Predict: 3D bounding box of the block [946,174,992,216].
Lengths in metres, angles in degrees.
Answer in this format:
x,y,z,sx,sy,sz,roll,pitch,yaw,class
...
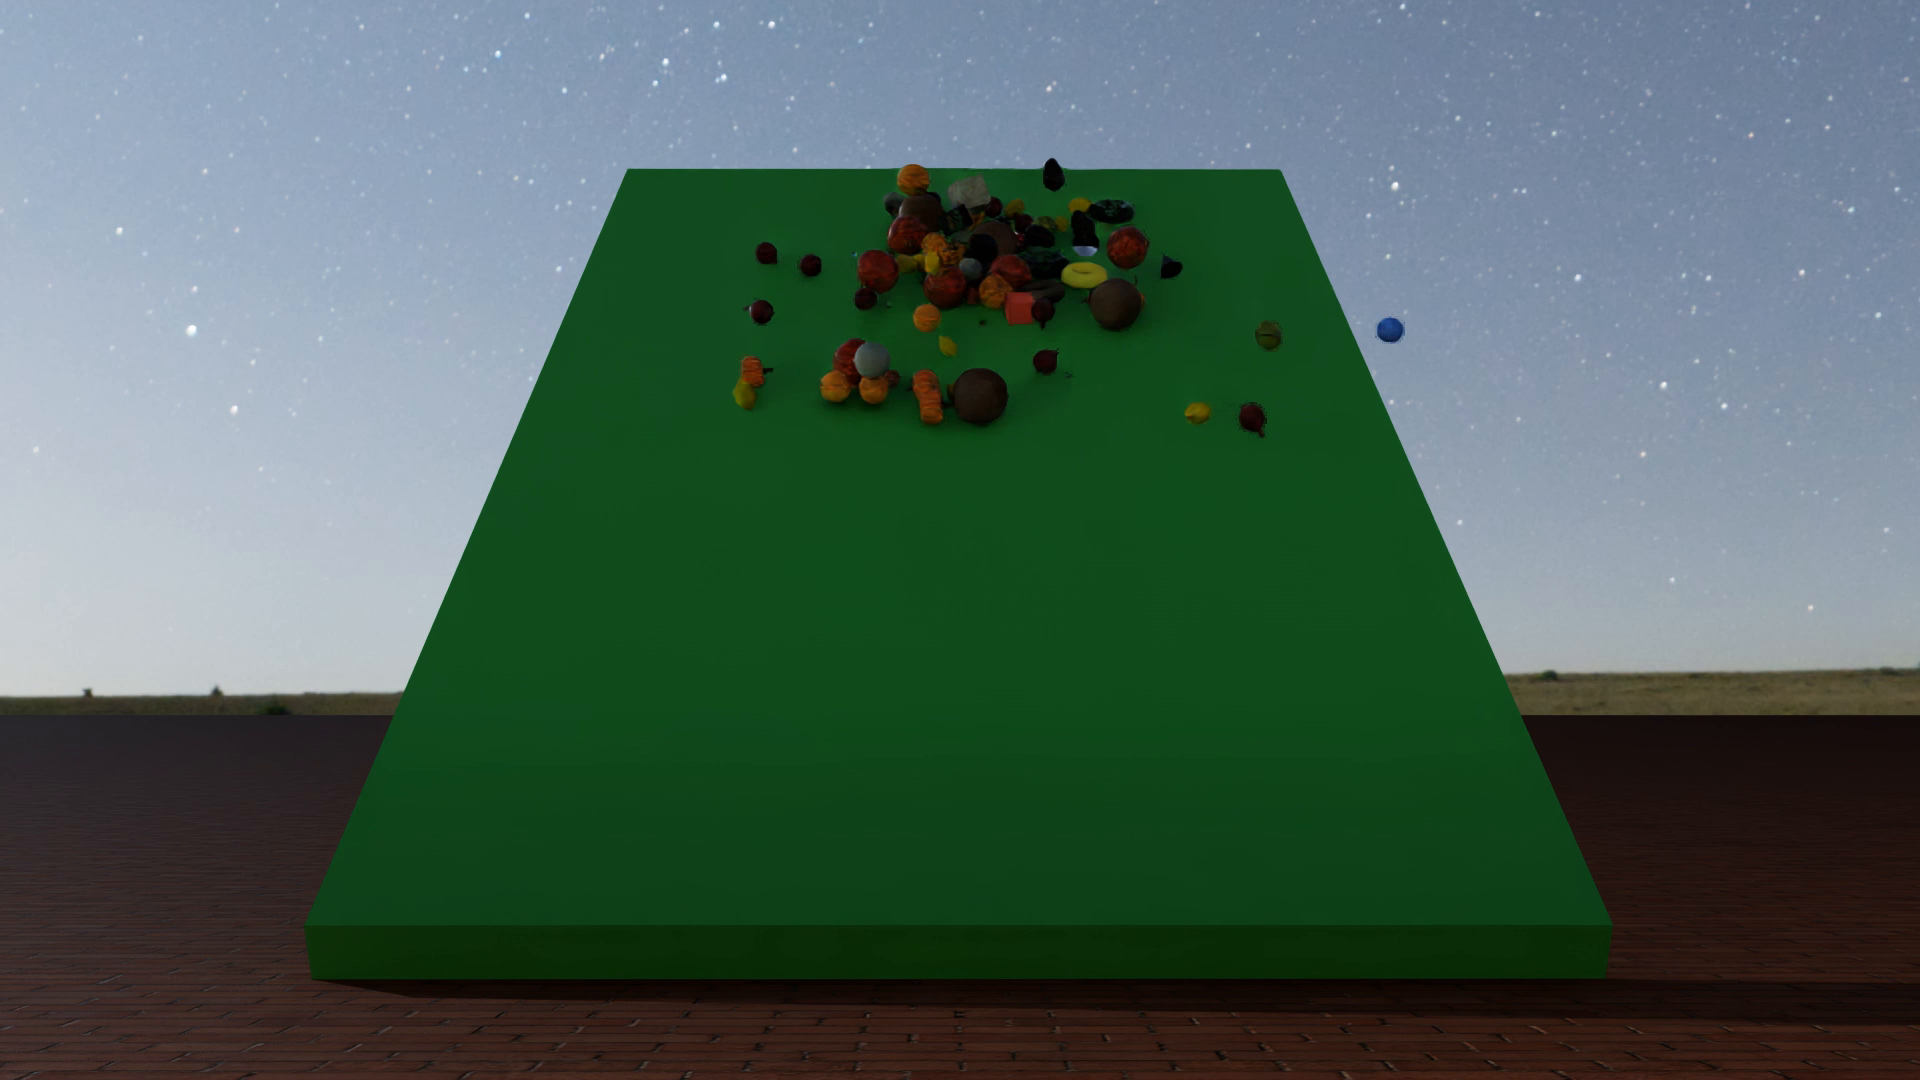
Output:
x,y,z,sx,sy,sz,roll,pitch,yaw,class
0.025,-0.947,6.482,0.084,0.084,0.084,-18,-5,-19,block

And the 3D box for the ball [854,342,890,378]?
x,y,z,sx,sy,sz,roll,pitch,yaw,class
-0.202,-0.415,5.421,0.085,0.085,0.085,0,-4,0,ball

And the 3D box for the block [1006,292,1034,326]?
x,y,z,sx,sy,sz,roll,pitch,yaw,class
0.152,-0.589,5.975,0.062,0.062,0.062,-4,29,-8,block

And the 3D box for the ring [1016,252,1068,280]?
x,y,z,sx,sy,sz,roll,pitch,yaw,class
0.222,-0.738,6.309,0.143,0.048,0.143,-2,24,1,ring

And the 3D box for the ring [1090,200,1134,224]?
x,y,z,sx,sy,sz,roll,pitch,yaw,class
0.436,-0.944,6.748,0.131,0.044,0.131,1,25,-1,ring

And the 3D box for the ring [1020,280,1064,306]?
x,y,z,sx,sy,sz,roll,pitch,yaw,class
0.213,-0.644,6.116,0.121,0.040,0.121,-5,23,2,ring

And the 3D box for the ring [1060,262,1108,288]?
x,y,z,sx,sy,sz,roll,pitch,yaw,class
0.329,-0.702,6.241,0.127,0.042,0.127,1,27,0,ring

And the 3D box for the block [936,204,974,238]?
x,y,z,sx,sy,sz,roll,pitch,yaw,class
-0.014,-0.859,6.325,0.060,0.060,0.060,-32,9,-33,block

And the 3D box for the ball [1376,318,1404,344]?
x,y,z,sx,sy,sz,roll,pitch,yaw,class
1.075,-0.525,5.876,0.065,0.065,0.065,0,-4,0,ball

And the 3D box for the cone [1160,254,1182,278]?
x,y,z,sx,sy,sz,roll,pitch,yaw,class
0.547,-0.735,6.211,0.062,0.062,0.062,-15,-35,-10,cone

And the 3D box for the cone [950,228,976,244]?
x,y,z,sx,sy,sz,roll,pitch,yaw,class
-0.003,-0.841,6.542,0.067,0.067,0.067,-32,-2,-4,cone

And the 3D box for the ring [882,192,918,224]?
x,y,z,sx,sy,sz,roll,pitch,yaw,class
-0.169,-0.938,6.640,0.114,0.038,0.114,31,-16,10,ring

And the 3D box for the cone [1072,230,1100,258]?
x,y,z,sx,sy,sz,roll,pitch,yaw,class
0.346,-0.814,6.477,0.072,0.072,0.072,0,3,0,cone

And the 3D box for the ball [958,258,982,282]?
x,y,z,sx,sy,sz,roll,pitch,yaw,class
0.026,-0.702,6.094,0.062,0.062,0.062,0,-4,0,ball

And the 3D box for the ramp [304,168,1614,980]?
x,y,z,sx,sy,sz,roll,pitch,yaw,class
-0.009,-0.229,5.415,2.000,0.100,4.000,0,26,0,ramp
